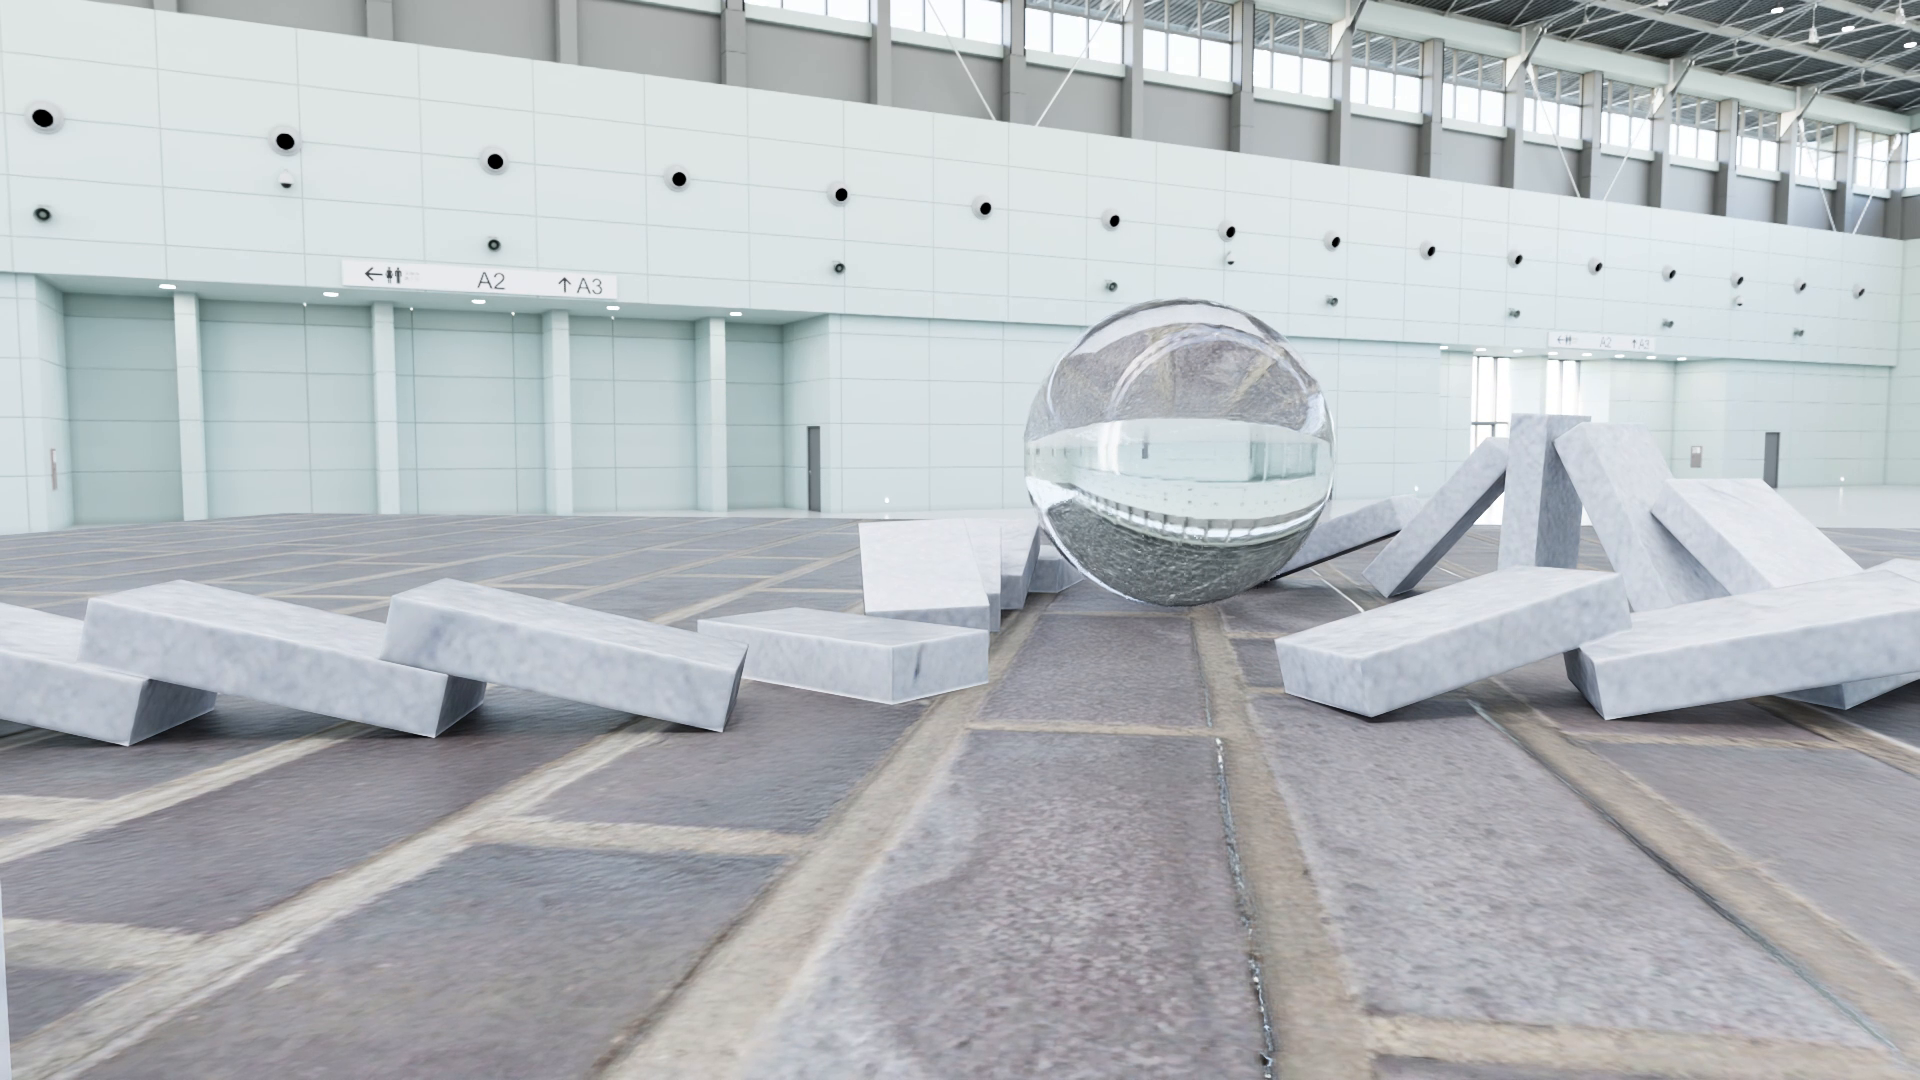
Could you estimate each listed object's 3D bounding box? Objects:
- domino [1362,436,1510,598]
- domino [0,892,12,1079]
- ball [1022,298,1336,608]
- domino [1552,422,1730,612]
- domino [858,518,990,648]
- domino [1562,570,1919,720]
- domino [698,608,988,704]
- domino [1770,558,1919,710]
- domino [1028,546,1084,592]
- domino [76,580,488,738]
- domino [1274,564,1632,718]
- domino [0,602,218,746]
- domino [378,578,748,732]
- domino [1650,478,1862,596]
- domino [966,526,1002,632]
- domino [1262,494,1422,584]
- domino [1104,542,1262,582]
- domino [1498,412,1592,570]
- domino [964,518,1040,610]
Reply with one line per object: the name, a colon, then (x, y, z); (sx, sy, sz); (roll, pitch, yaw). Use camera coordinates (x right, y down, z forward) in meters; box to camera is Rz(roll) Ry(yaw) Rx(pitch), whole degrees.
domino: (0.135, -0.006, 0.356); (0.010, 0.050, 0.025); (47, 27, 23)
domino: (-0.075, 0.023, 0.088); (0.010, 0.025, 0.050); (-4, 6, -42)
ball: (0.056, -0.023, 0.334); (0.080, 0.080, 0.080); (0, 4, 0)
domino: (0.169, -0.005, 0.318); (0.025, 0.050, 0.010); (-2, -26, -28)
domino: (-0.009, 0.009, 0.282); (0.025, 0.009, 0.050); (-3, 22, -5)
domino: (0.125, 0.016, 0.203); (0.050, 0.009, 0.025); (-12, 6, 15)
domino: (-0.022, 0.020, 0.235); (0.050, 0.009, 0.025); (4, 6, 40)
domino: (0.160, 0.015, 0.224); (0.050, 0.009, 0.025); (-16, 9, -18)
domino: (0.023, 0.008, 0.394); (0.025, 0.009, 0.050); (1, 4, 17)
domino: (-0.100, 0.017, 0.196); (0.050, 0.009, 0.025); (13, 3, -6)
domino: (0.081, 0.016, 0.213); (0.050, 0.010, 0.025); (-15, 6, -15)
domino: (-0.141, 0.018, 0.190); (0.050, 0.009, 0.025); (14, 3, -6)
domino: (-0.059, 0.017, 0.199); (0.050, 0.009, 0.025); (13, 3, -6)
domino: (0.184, 0.004, 0.291); (0.025, 0.009, 0.050); (-1, 36, -7)
domino: (-0.002, 0.009, 0.313); (0.025, 0.010, 0.050); (0, 18, 2)
domino: (0.108, 0.000, 0.377); (0.050, 0.010, 0.025); (-25, -10, 33)
domino: (0.074, 0.007, 0.413); (0.050, 0.010, 0.025); (-1, 4, -13)
domino: (0.153, -0.008, 0.337); (0.025, 0.050, 0.009); (-4, 9, -41)
domino: (0.007, 0.006, 0.353); (0.025, 0.010, 0.050); (1, 18, 9)
